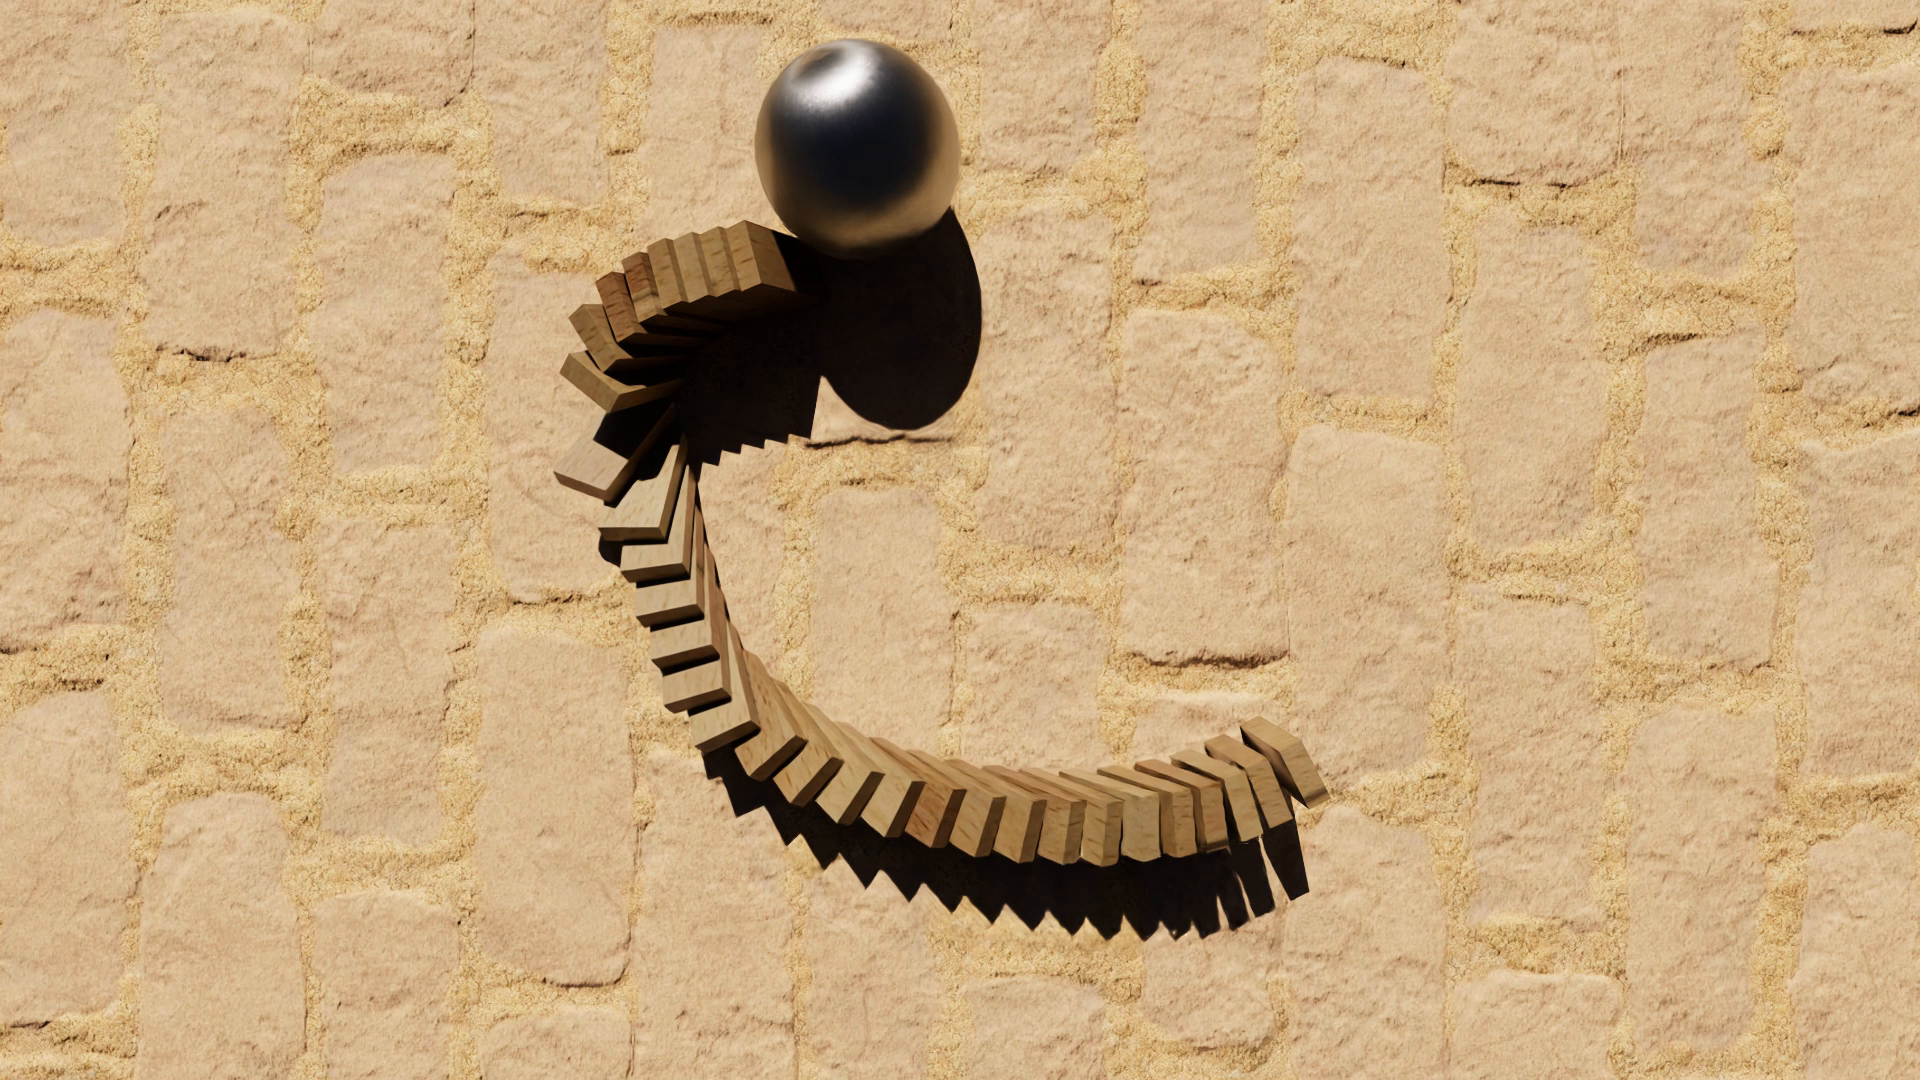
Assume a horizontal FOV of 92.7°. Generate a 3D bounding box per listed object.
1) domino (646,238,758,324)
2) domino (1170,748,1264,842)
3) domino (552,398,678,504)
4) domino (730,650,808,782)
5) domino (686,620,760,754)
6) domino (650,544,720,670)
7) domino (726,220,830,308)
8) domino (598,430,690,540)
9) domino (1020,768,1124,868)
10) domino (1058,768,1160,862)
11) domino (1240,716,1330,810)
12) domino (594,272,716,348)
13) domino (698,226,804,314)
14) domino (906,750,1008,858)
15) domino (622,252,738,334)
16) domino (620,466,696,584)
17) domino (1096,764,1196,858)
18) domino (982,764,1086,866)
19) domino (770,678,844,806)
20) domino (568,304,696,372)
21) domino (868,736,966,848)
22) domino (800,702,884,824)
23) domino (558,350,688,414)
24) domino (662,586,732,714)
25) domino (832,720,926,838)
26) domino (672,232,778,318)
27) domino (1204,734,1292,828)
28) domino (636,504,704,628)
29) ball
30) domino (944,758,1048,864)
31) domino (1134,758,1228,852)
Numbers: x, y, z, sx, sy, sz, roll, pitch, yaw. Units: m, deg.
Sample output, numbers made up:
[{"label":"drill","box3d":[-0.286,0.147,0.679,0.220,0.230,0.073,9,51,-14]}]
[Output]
[{"label":"domino","box3d":[-0.104,-0.105,0.375,0.010,0.050,0.025,-15,90,24]},{"label":"domino","box3d":[0.104,0.103,0.375,0.009,0.050,0.025,-16,90,-11]},{"label":"domino","box3d":[-0.142,-0.041,0.381,0.025,0.009,0.050,20,59,10]},{"label":"domino","box3d":[-0.086,0.072,0.382,0.025,0.009,0.050,-41,54,0]},{"label":"domino","box3d":[-0.102,0.060,0.382,0.025,0.010,0.050,-25,55,1]},{"label":"domino","box3d":[-0.115,0.027,0.382,0.025,0.009,0.050,-14,55,0]},{"label":"domino","box3d":[-0.074,-0.112,0.375,0.010,0.050,0.025,-15,90,24]},{"label":"domino","box3d":[-0.131,-0.023,0.382,0.025,0.009,0.050,0,56,3]},{"label":"domino","box3d":[0.044,0.113,0.378,0.009,0.050,0.025,6,90,-39]},{"label":"domino","box3d":[0.060,0.112,0.377,0.009,0.050,0.025,-1,90,-33]},{"label":"domino","box3d":[0.132,0.090,0.375,0.010,0.050,0.025,-27,90,0]},{"label":"domino","box3d":[-0.123,-0.093,0.375,0.010,0.050,0.025,-21,90,24]},{"label":"domino","box3d":[-0.084,-0.110,0.375,0.010,0.050,0.025,-15,90,24]},{"label":"domino","box3d":[-0.006,0.108,0.380,0.050,0.009,0.025,17,90,41]},{"label":"domino","box3d":[-0.114,-0.100,0.375,0.010,0.050,0.025,-16,90,24]},{"label":"domino","box3d":[-0.125,-0.007,0.382,0.025,0.010,0.050,-8,56,0]},{"label":"domino","box3d":[0.075,0.110,0.376,0.010,0.050,0.025,-5,90,-27]},{"label":"domino","box3d":[0.028,0.112,0.379,0.010,0.050,0.025,8,90,-43]},{"label":"domino","box3d":[-0.072,0.083,0.381,0.025,0.009,0.050,-48,54,0]},{"label":"domino","box3d":[-0.133,-0.083,0.375,0.010,0.050,0.025,-32,90,25]},{"label":"domino","box3d":[-0.023,0.104,0.381,0.050,0.010,0.025,21,90,39]},{"label":"domino","box3d":[-0.056,0.092,0.381,0.050,0.009,0.025,34,90,37]},{"label":"domino","box3d":[-0.136,-0.068,0.375,0.025,0.050,0.009,39,113,1]},{"label":"domino","box3d":[-0.110,0.045,0.382,0.025,0.009,0.050,-17,56,2]},{"label":"domino","box3d":[-0.040,0.099,0.381,0.050,0.010,0.025,26,90,37]},{"label":"domino","box3d":[-0.094,-0.107,0.375,0.009,0.050,0.025,-15,90,24]},{"label":"domino","box3d":[0.117,0.097,0.375,0.009,0.050,0.025,-22,90,-3]},{"label":"domino","box3d":[-0.121,0.010,0.382,0.025,0.010,0.050,-12,56,0]},{"label":"ball","box3d":[-0.040,-0.151,0.360,0.080,0.080,0.080,0,90,0]},{"label":"domino","box3d":[0.011,0.111,0.379,0.050,0.009,0.025,13,90,43]},{"label":"domino","box3d":[0.089,0.107,0.375,0.009,0.050,0.025,-7,90,-19]}]
